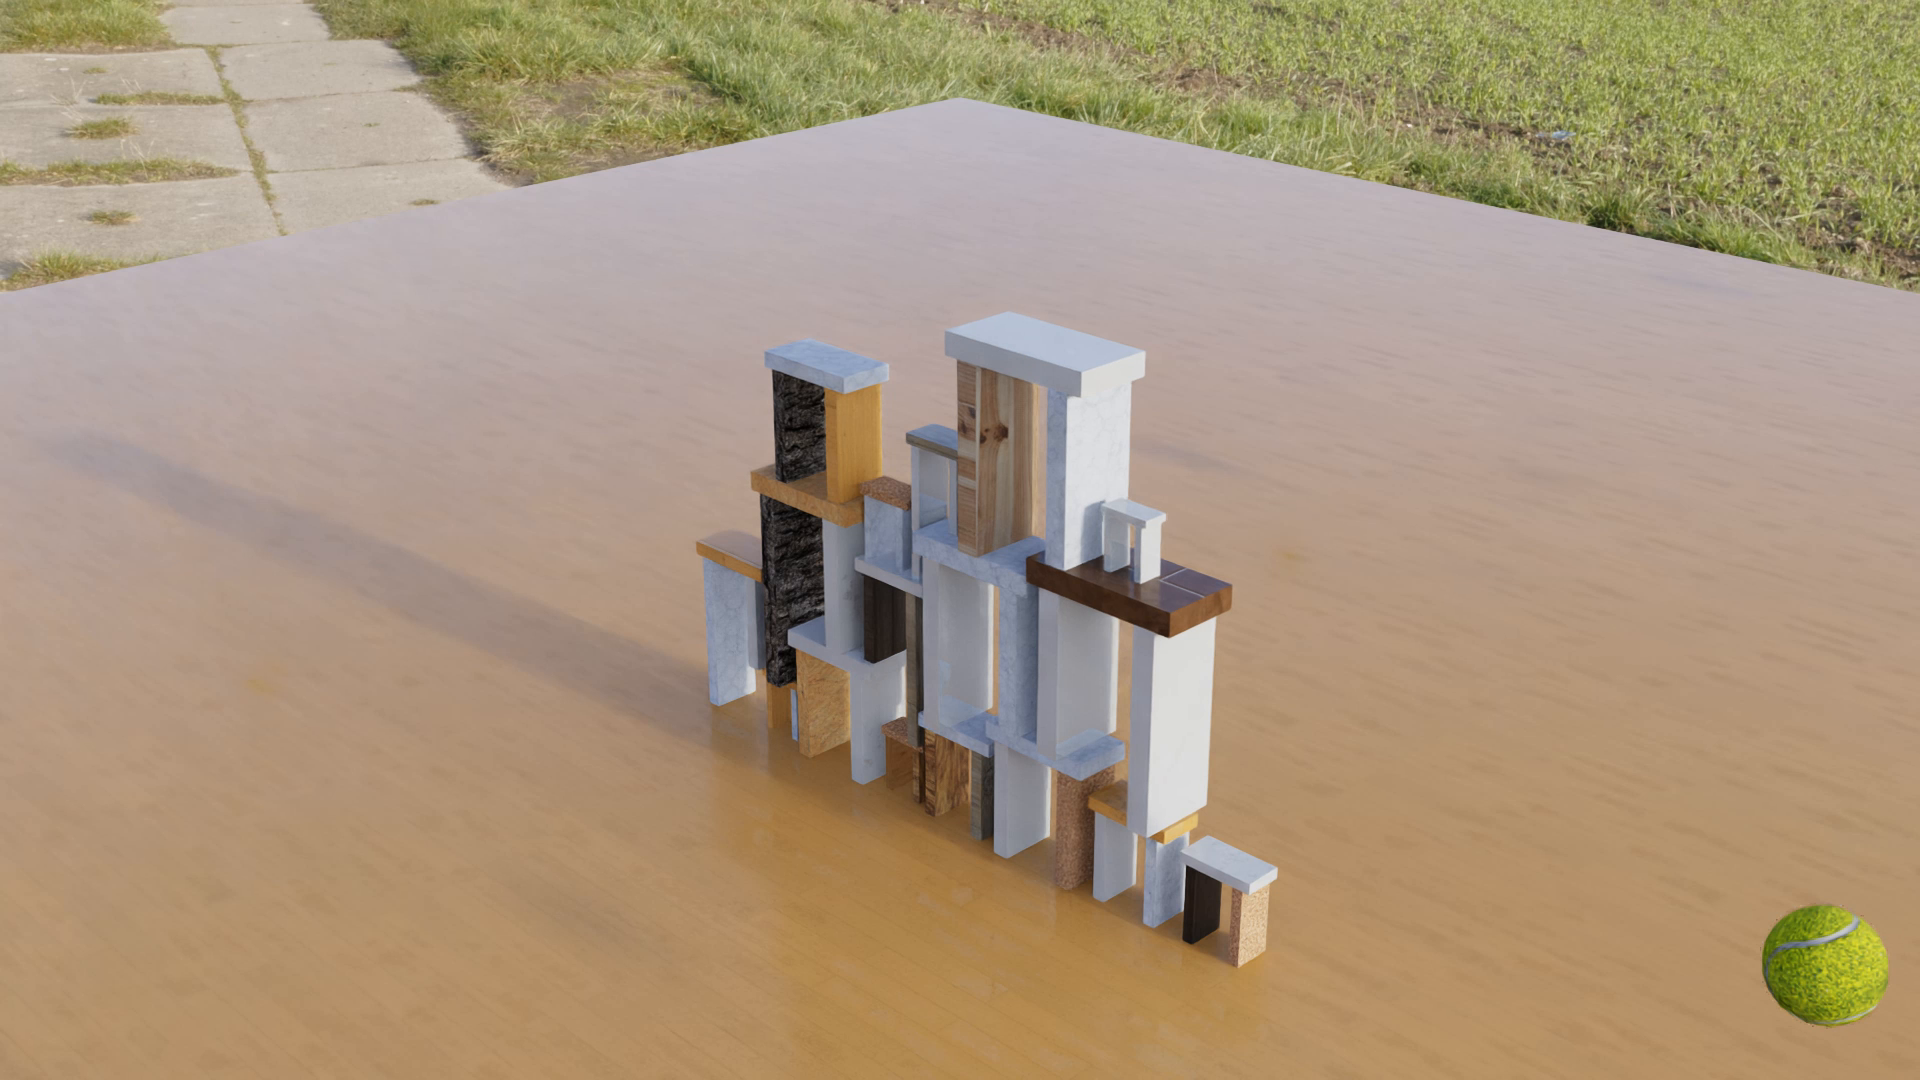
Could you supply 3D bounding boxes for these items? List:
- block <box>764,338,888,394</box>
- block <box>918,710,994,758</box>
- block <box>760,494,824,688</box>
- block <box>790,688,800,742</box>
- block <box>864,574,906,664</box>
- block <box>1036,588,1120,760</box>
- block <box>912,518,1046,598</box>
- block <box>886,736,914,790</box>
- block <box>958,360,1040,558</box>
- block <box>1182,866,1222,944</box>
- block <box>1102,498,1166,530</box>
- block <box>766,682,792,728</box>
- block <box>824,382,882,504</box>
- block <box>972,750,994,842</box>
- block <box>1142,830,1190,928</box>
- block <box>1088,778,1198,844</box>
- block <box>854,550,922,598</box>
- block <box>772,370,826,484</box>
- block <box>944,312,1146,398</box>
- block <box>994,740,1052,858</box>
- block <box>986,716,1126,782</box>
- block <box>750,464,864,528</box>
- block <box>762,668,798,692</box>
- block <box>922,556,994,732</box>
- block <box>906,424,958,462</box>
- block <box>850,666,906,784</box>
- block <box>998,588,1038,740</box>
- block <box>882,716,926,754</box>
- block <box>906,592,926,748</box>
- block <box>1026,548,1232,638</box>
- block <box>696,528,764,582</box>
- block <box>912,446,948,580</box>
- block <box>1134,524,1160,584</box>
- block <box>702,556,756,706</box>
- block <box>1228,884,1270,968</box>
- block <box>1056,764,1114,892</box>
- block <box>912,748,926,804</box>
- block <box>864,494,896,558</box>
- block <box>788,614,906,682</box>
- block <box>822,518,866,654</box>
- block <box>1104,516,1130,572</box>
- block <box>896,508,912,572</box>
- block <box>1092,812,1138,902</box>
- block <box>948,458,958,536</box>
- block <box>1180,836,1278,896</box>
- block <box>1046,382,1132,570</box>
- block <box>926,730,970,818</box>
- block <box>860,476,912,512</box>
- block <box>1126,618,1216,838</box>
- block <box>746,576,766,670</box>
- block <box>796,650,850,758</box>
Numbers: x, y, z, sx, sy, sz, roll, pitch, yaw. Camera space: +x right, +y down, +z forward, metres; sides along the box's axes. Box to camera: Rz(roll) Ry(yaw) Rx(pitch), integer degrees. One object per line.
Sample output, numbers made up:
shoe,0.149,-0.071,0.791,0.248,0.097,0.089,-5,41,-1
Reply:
block,-0.265,-0.346,4.360,0.118,0.034,0.237,-21,31,-41
block,0.020,0.370,4.356,0.194,0.028,0.097,21,31,40
block,-0.346,0.089,4.642,0.041,0.433,0.144,21,31,41
block,-0.335,0.367,4.740,0.017,0.122,0.061,21,31,41
block,-0.150,0.145,4.449,0.027,0.193,0.096,21,31,39
block,0.220,0.224,4.077,0.048,0.338,0.169,21,31,41
block,0.069,0.025,4.152,0.151,0.043,0.301,-21,31,-40
block,-0.125,0.450,4.545,0.061,0.121,0.017,-21,31,-41
block,0.072,-0.169,4.073,0.167,0.375,0.047,-21,30,-40
block,0.444,0.652,4.020,0.023,0.159,0.080,21,31,41
block,0.305,-0.047,3.870,0.053,0.015,0.105,-21,31,-40
block,-0.392,0.345,4.793,0.017,0.122,0.061,21,31,41
block,-0.210,-0.200,4.362,0.118,0.237,0.034,-21,31,-40
block,0.066,0.490,4.357,0.097,0.194,0.028,-21,31,-41
block,0.382,0.616,4.070,0.026,0.186,0.093,21,31,41
block,0.338,0.501,4.069,0.093,0.026,0.186,-21,31,-40
block,-0.108,0.061,4.366,0.096,0.027,0.193,-21,31,-40
block,-0.321,-0.244,4.465,0.118,0.237,0.034,-21,31,-41
block,0.149,-0.333,3.920,0.166,0.047,0.333,-21,31,-41
block,0.123,0.487,4.297,0.124,0.247,0.035,-21,31,-41
block,0.180,0.380,4.187,0.124,0.035,0.247,-21,31,-40
block,-0.278,-0.103,4.487,0.144,0.041,0.289,-21,31,-40
block,-0.363,0.292,4.739,0.061,0.017,0.121,-21,31,-41
block,-0.003,0.183,4.297,0.043,0.362,0.151,21,31,40
block,-0.022,-0.184,4.173,0.152,0.022,0.076,21,31,40
block,-0.170,0.373,4.566,0.035,0.247,0.124,21,31,40
block,0.141,0.211,4.154,0.043,0.302,0.151,21,31,40
block,-0.097,0.397,4.492,0.061,0.017,0.121,-21,31,-41
block,-0.063,0.246,4.394,0.096,0.336,0.027,-21,31,-41
block,0.299,0.077,3.927,0.169,0.048,0.338,-21,31,-41
block,-0.458,0.031,4.743,0.215,0.030,0.108,22,31,40
block,-0.059,-0.061,4.265,0.076,0.276,0.022,-21,31,-40
block,0.330,0.019,3.867,0.015,0.105,0.053,20,30,41
block,-0.509,0.188,4.864,0.030,0.354,0.108,21,31,41
block,0.519,0.682,3.950,0.023,0.159,0.080,21,31,41
block,0.238,0.533,4.188,0.124,0.247,0.035,-21,31,-40
block,-0.068,0.472,4.492,0.061,0.121,0.017,-21,31,-41
block,-0.159,-0.035,4.385,0.067,0.134,0.019,-21,31,-39
block,-0.229,0.220,4.563,0.247,0.035,0.124,21,31,40
block,-0.210,0.076,4.488,0.041,0.289,0.144,21,31,40
block,0.280,0.000,3.913,0.053,0.105,0.015,-21,29,-41
block,-0.096,-0.011,4.327,0.067,0.134,0.019,-21,32,-40
block,0.294,0.582,4.151,0.026,0.186,0.093,21,31,41
block,0.014,-0.090,4.174,0.022,0.152,0.076,22,31,40
block,0.482,0.583,3.949,0.159,0.023,0.080,21,31,41
block,0.228,-0.127,3.921,0.167,0.333,0.047,-21,31,-40
block,-0.025,0.454,4.442,0.028,0.194,0.097,21,31,41
block,-0.127,-0.093,4.324,0.134,0.019,0.067,21,31,40
block,0.378,0.319,3.943,0.048,0.408,0.169,21,31,41
block,-0.408,0.164,4.744,0.108,0.215,0.030,-21,31,-41
block,-0.287,0.327,4.673,0.035,0.247,0.124,21,31,41
